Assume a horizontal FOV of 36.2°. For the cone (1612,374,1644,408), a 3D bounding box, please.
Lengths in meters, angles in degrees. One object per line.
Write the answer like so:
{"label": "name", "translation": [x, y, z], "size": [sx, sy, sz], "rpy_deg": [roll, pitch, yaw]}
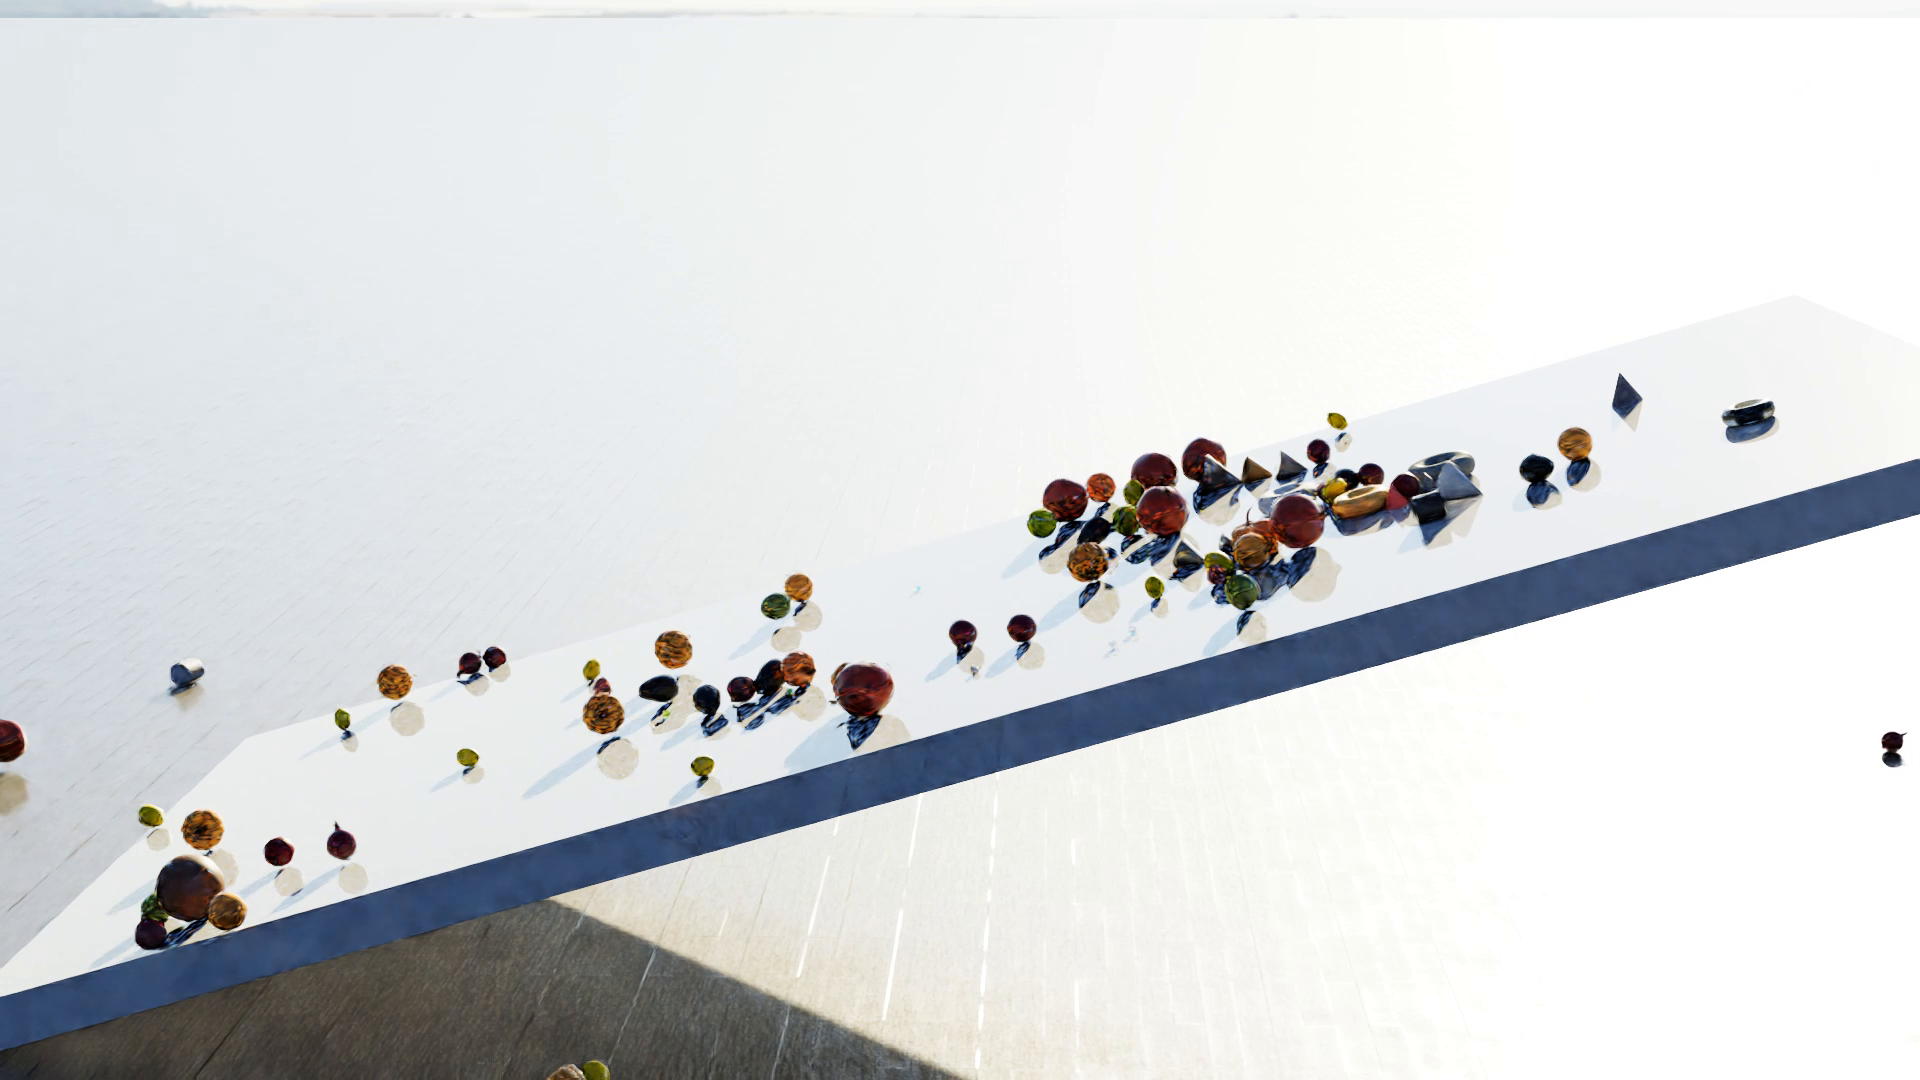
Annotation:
{"label": "cone", "translation": [1.449, -0.333, 6.424], "size": [0.071, 0.071, 0.071], "rpy_deg": [-16, 10, 3]}

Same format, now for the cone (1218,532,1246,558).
{"label": "cone", "translation": [0.568, 0.015, 6.111], "size": [0.052, 0.052, 0.052], "rpy_deg": [9, 10, -7]}

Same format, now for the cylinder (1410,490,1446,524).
{"label": "cylinder", "translation": [0.932, -0.065, 5.849], "size": [0.056, 0.056, 0.056], "rpy_deg": [-16, 10, 3]}

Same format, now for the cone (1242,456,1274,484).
{"label": "cone", "translation": [0.695, -0.157, 6.827], "size": [0.069, 0.069, 0.069], "rpy_deg": [9, 10, -6]}

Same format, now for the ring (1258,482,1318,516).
{"label": "ring", "translation": [0.712, -0.089, 6.387], "size": [0.134, 0.045, 0.134], "rpy_deg": [-17, 11, 3]}

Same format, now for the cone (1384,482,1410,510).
{"label": "cone", "translation": [0.897, -0.095, 6.083], "size": [0.052, 0.052, 0.052], "rpy_deg": [-16, 10, 3]}

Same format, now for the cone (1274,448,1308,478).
{"label": "cone", "translation": [0.767, -0.169, 6.769], "size": [0.072, 0.072, 0.072], "rpy_deg": [10, 11, -1]}

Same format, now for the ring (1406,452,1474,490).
{"label": "ring", "translation": [1.011, -0.147, 6.192], "size": [0.149, 0.050, 0.149], "rpy_deg": [-17, 11, 3]}

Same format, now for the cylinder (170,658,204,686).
{"label": "cylinder", "translation": [-2.214, 0.379, 8.425], "size": [0.070, 0.070, 0.070], "rpy_deg": [4, 12, 19]}

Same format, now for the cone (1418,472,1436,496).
{"label": "cone", "translation": [0.983, -0.108, 6.095], "size": [0.053, 0.053, 0.053], "rpy_deg": [15, 15, 16]}

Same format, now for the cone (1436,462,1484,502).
{"label": "cone", "translation": [1.023, -0.105, 5.963], "size": [0.089, 0.089, 0.089], "rpy_deg": [20, 19, 27]}

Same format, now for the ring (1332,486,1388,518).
{"label": "ring", "translation": [0.836, -0.079, 6.131], "size": [0.126, 0.042, 0.126], "rpy_deg": [-18, 10, 3]}

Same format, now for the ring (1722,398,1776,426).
{"label": "ring", "translation": [1.577, -0.256, 5.885], "size": [0.109, 0.036, 0.109], "rpy_deg": [-16, 9, 3]}

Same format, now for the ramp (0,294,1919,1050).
{"label": "ramp", "translation": [0.091, 0.187, 6.319], "size": [4.000, 0.100, 2.000], "rpy_deg": [-16, 10, 5]}

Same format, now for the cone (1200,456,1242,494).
{"label": "cone", "translation": [0.615, -0.144, 6.856], "size": [0.096, 0.096, 0.096], "rpy_deg": [11, 12, 6]}

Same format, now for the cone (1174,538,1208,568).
{"label": "cone", "translation": [0.487, 0.038, 6.100], "size": [0.065, 0.065, 0.065], "rpy_deg": [19, 18, 26]}
